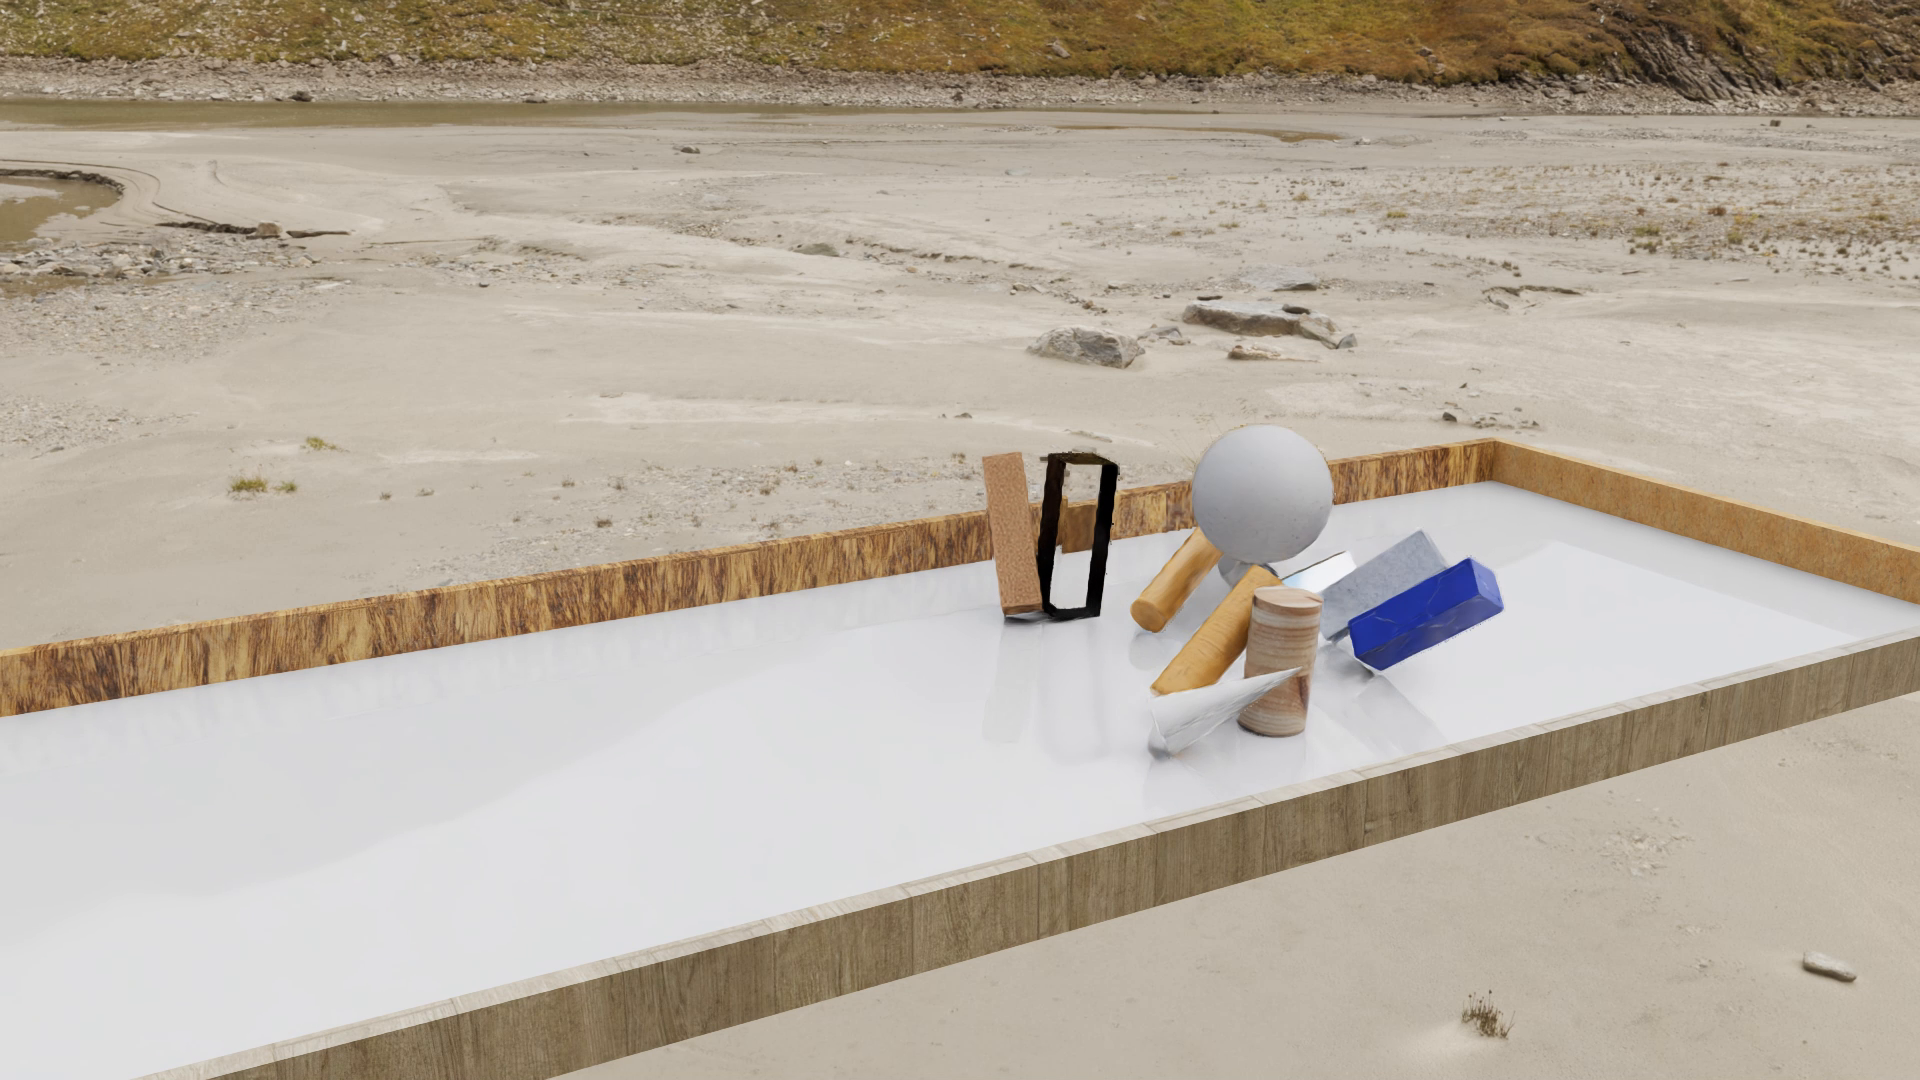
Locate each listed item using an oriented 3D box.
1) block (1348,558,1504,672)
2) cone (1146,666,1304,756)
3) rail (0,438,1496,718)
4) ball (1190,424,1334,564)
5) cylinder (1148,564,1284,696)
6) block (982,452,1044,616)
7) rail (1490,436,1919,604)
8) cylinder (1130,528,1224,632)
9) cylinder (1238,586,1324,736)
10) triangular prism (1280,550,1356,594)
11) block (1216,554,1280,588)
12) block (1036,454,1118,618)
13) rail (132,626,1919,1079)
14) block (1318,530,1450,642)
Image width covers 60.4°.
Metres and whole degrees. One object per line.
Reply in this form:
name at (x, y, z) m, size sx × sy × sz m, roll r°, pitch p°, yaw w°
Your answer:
block at (1.153, 0.189, 4.099) m, size 0.108 × 0.108 × 0.365 m, roll 27°, pitch -45°, yaw -34°
cone at (0.606, 0.351, 3.686) m, size 0.355 × 0.141 × 0.141 m, roll -23°, pitch 17°, yaw 2°
rail at (-3.305, 0.497, 3.399) m, size 12.000 × 0.150 × 0.050 m, roll -9°, pitch 18°, yaw -27°
ball at (0.798, -0.120, 4.363) m, size 0.370 × 0.370 × 0.370 m, roll 0°, pitch 16°, yaw 0°
cylinder at (0.617, 0.242, 3.918) m, size 0.389 × 0.114 × 0.114 m, roll -49°, pitch 31°, yaw -8°
block at (0.147, -0.017, 4.627) m, size 0.110 × 0.436 × 0.110 m, roll -8°, pitch -15°, yaw 4°
rail at (2.466, -0.048, 5.253) m, size 0.050 × 0.150 × 2.100 m, roll -9°, pitch 18°, yaw -27°
cylinder at (0.630, 0.082, 4.588) m, size 0.106 × 0.106 × 0.424 m, roll 13°, pitch 45°, yaw 38°
cylinder at (0.743, 0.279, 3.832) m, size 0.158 × 0.313 × 0.158 m, roll 4°, pitch 16°, yaw -1°
triangular prism at (0.998, 0.132, 4.667) m, size 0.149 × 0.129 × 0.386 m, roll 14°, pitch 21°, yaw 39°
block at (0.819, 0.001, 4.849) m, size 0.122 × 0.122 × 0.345 m, roll -38°, pitch 31°, yaw 22°
block at (0.319, -0.013, 4.604) m, size 0.144 × 0.436 × 0.144 m, roll -1°, pitch 15°, yaw -24°
rail at (-2.336, 1.006, 1.665) m, size 12.000 × 0.150 × 0.050 m, roll -9°, pitch 18°, yaw -27°
block at (1.095, 0.124, 4.327) m, size 0.358 × 0.117 × 0.117 m, roll -34°, pitch -21°, yaw 18°
